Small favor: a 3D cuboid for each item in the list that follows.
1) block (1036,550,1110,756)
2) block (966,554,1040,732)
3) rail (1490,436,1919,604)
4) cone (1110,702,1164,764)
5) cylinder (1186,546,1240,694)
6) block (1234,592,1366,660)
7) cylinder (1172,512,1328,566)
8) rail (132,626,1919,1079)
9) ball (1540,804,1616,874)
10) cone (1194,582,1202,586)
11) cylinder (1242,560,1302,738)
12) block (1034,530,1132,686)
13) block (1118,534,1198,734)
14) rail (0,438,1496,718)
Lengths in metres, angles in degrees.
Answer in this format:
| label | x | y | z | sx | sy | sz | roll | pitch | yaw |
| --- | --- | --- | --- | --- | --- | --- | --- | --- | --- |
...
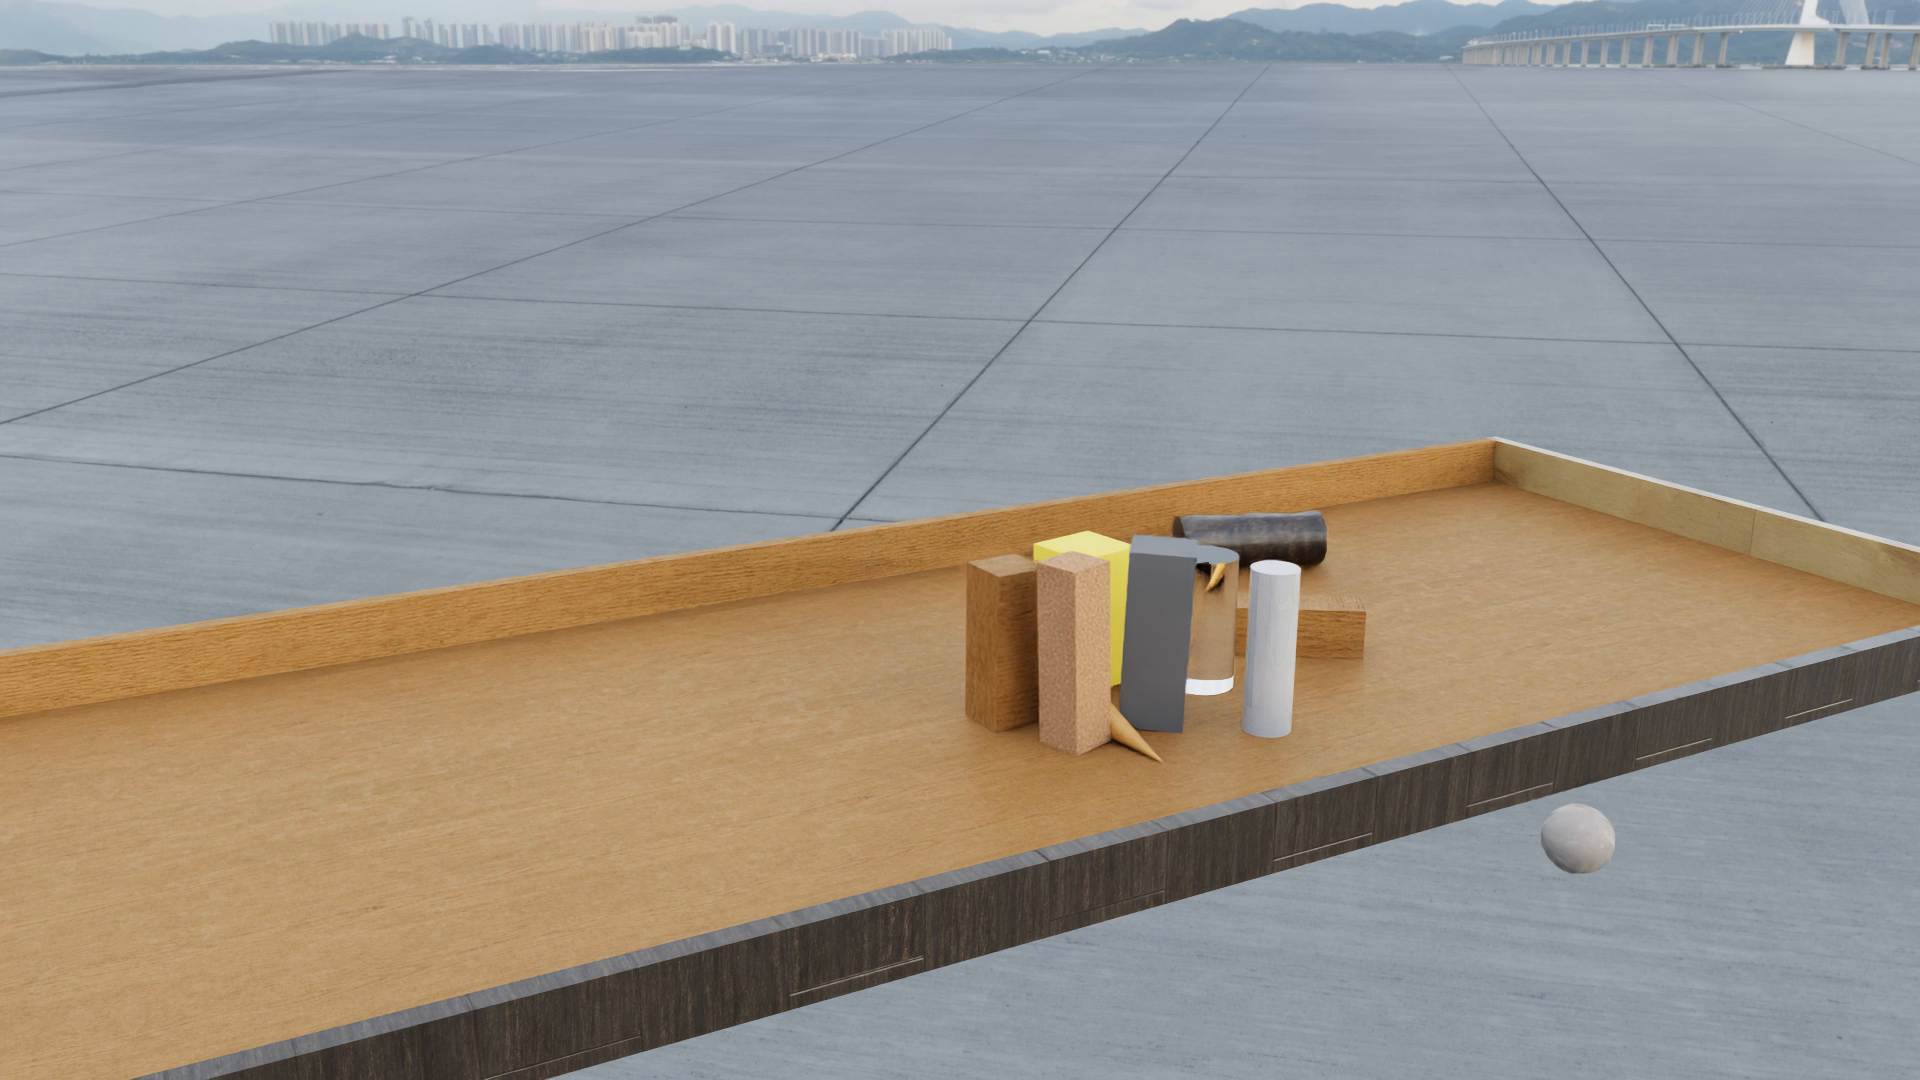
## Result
| label | x | y | z | sx | sy | sz | roll | pitch | yaw |
| --- | --- | --- | --- | --- | --- | --- | --- | --- | --- |
| block | 0.257 | 0.255 | 3.712 | 0.115 | 0.433 | 0.115 | -17 | 23 | -41 |
| block | 0.107 | 0.240 | 3.862 | 0.135 | 0.379 | 0.135 | -9 | 19 | -31 |
| rail | 2.466 | -0.048 | 5.253 | 0.050 | 0.150 | 2.100 | -9 | 18 | -27 |
| cone | 0.333 | 0.411 | 3.827 | 0.148 | 0.148 | 0.450 | -11 | 29 | -32 |
| cylinder | 0.604 | 0.197 | 4.086 | 0.160 | 0.336 | 0.160 | 0 | 16 | 0 |
| block | 0.890 | 0.226 | 4.353 | 0.330 | 0.132 | 0.132 | 1 | 16 | 4 |
| cylinder | 0.888 | 0.001 | 5.071 | 0.443 | 0.159 | 0.159 | -2 | 16 | -7 |
| rail | -2.336 | 1.006 | 1.665 | 12.000 | 0.150 | 0.050 | -9 | 18 | -27 |
| ball | 3.012 | 1.456 | 8.040 | 0.341 | 0.341 | 0.341 | 0 | 16 | 0 |
| cone | 0.577 | 0.094 | 4.929 | 0.316 | 0.122 | 0.122 | 16 | 20 | 14 |
| cylinder | 0.717 | 0.251 | 3.802 | 0.114 | 0.393 | 0.114 | 0 | 16 | 0 |
| block | 0.311 | 0.180 | 4.121 | 0.180 | 0.349 | 0.180 | -13 | 21 | -36 |
| block | 0.461 | 0.218 | 3.846 | 0.150 | 0.428 | 0.150 | 5 | 17 | 8 |
| rail | -3.305 | 0.497 | 3.399 | 12.000 | 0.150 | 0.050 | -9 | 18 | -27 |
